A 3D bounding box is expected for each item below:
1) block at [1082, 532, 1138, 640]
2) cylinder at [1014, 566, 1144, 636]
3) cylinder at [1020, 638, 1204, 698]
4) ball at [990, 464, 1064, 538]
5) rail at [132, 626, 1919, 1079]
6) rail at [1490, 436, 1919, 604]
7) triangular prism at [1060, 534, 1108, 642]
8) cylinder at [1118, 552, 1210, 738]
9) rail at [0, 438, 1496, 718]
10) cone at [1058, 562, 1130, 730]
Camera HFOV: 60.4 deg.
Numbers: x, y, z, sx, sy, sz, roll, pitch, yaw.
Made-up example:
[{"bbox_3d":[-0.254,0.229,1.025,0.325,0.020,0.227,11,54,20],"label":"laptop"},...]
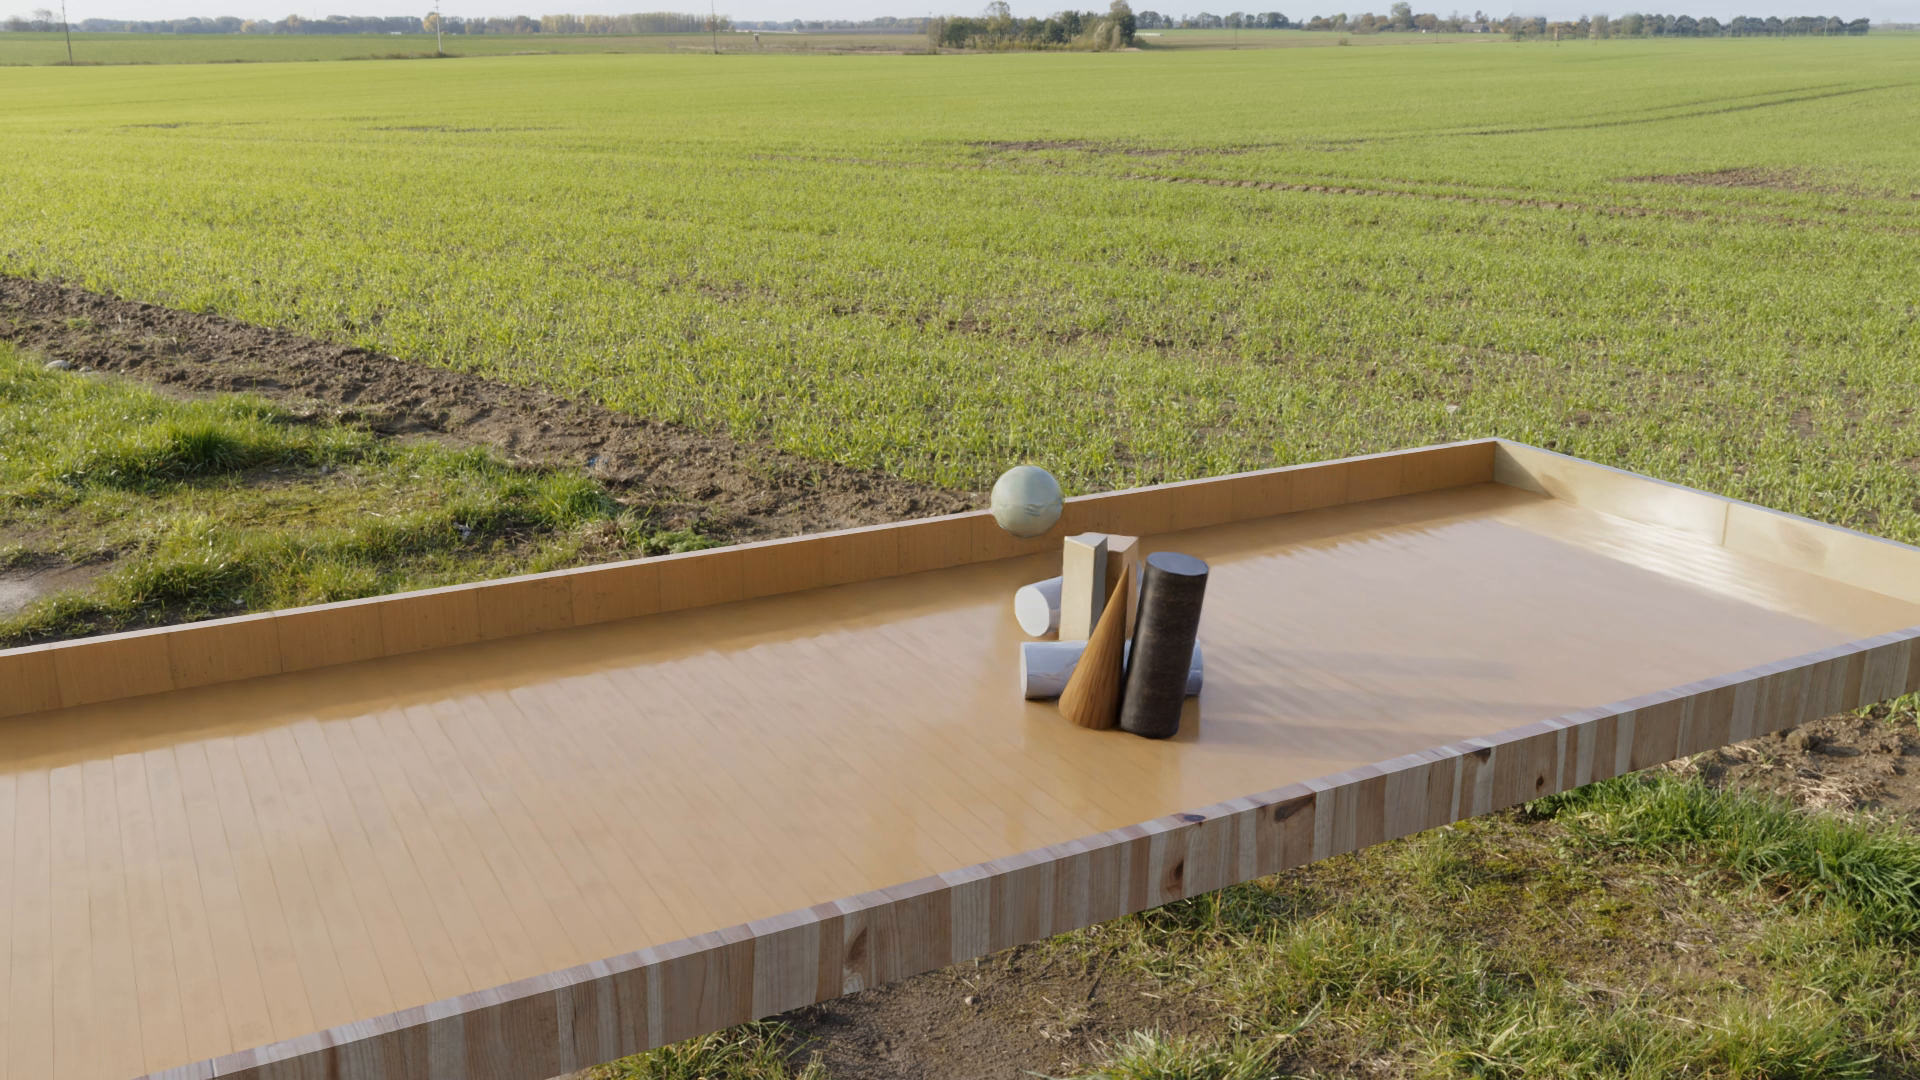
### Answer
[{"bbox_3d":[0.366,0.158,4.250,0.144,0.319,0.144,6,17,20],"label":"block"},{"bbox_3d":[0.338,0.157,4.570,0.376,0.141,0.141,-13,21,-38],"label":"cylinder"},{"bbox_3d":[0.369,0.314,4.040,0.430,0.139,0.139,-1,16,-4],"label":"cylinder"},{"bbox_3d":[0.203,-0.117,4.989,0.221,0.221,0.221,0,16,0],"label":"ball"},{"bbox_3d":[-2.336,1.006,1.665,12.000,0.150,0.050,-9,18,-27],"label":"rail"},{"bbox_3d":[2.466,-0.048,5.253,0.050,0.150,2.100,-9,18,-27],"label":"rail"},{"bbox_3d":[0.326,0.168,4.141,0.094,0.360,0.109,-12,21,-39],"label":"triangular prism"},{"bbox_3d":[0.464,0.241,3.784,0.143,0.406,0.143,7,20,-3],"label":"cylinder"},{"bbox_3d":[-3.305,0.497,3.399,12.000,0.150,0.050,-9,18,-27],"label":"rail"},{"bbox_3d":[0.344,0.223,3.804,0.151,0.422,0.151,9,30,-5],"label":"cone"}]
